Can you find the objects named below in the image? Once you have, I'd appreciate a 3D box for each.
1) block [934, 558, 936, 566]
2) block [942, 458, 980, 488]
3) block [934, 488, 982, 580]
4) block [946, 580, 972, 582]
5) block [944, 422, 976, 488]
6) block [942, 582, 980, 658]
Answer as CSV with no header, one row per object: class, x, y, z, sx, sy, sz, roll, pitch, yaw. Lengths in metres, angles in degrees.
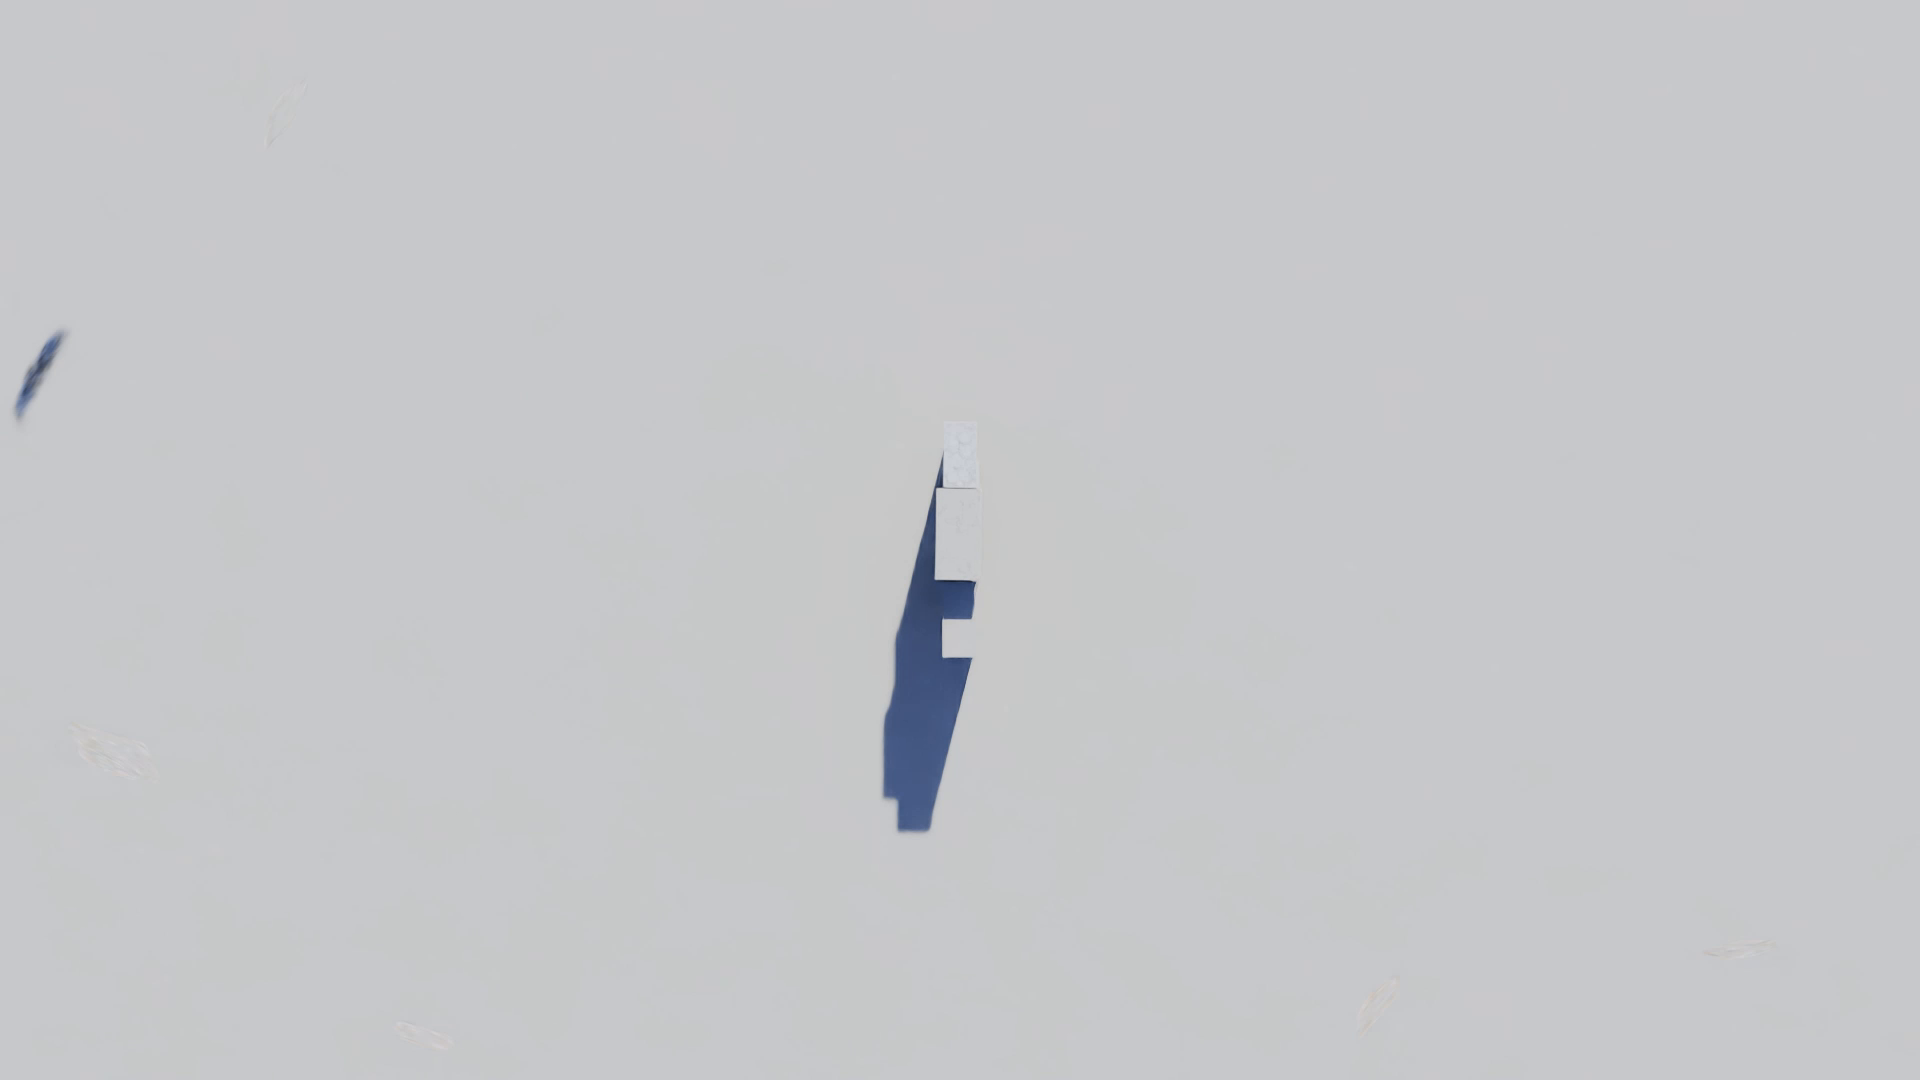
block,-0.010,0.072,4.917,0.131,0.339,0.037,-1,89,0
block,0.001,-0.132,5.025,0.114,0.032,0.229,0,90,0
block,-0.004,-0.016,4.728,0.131,0.037,0.262,1,90,0
block,-0.002,0.164,5.097,0.081,0.023,0.161,0,90,0
block,0.000,-0.247,4.801,0.097,0.027,0.194,0,90,0
block,0.003,0.233,4.849,0.111,0.031,0.221,0,90,0
